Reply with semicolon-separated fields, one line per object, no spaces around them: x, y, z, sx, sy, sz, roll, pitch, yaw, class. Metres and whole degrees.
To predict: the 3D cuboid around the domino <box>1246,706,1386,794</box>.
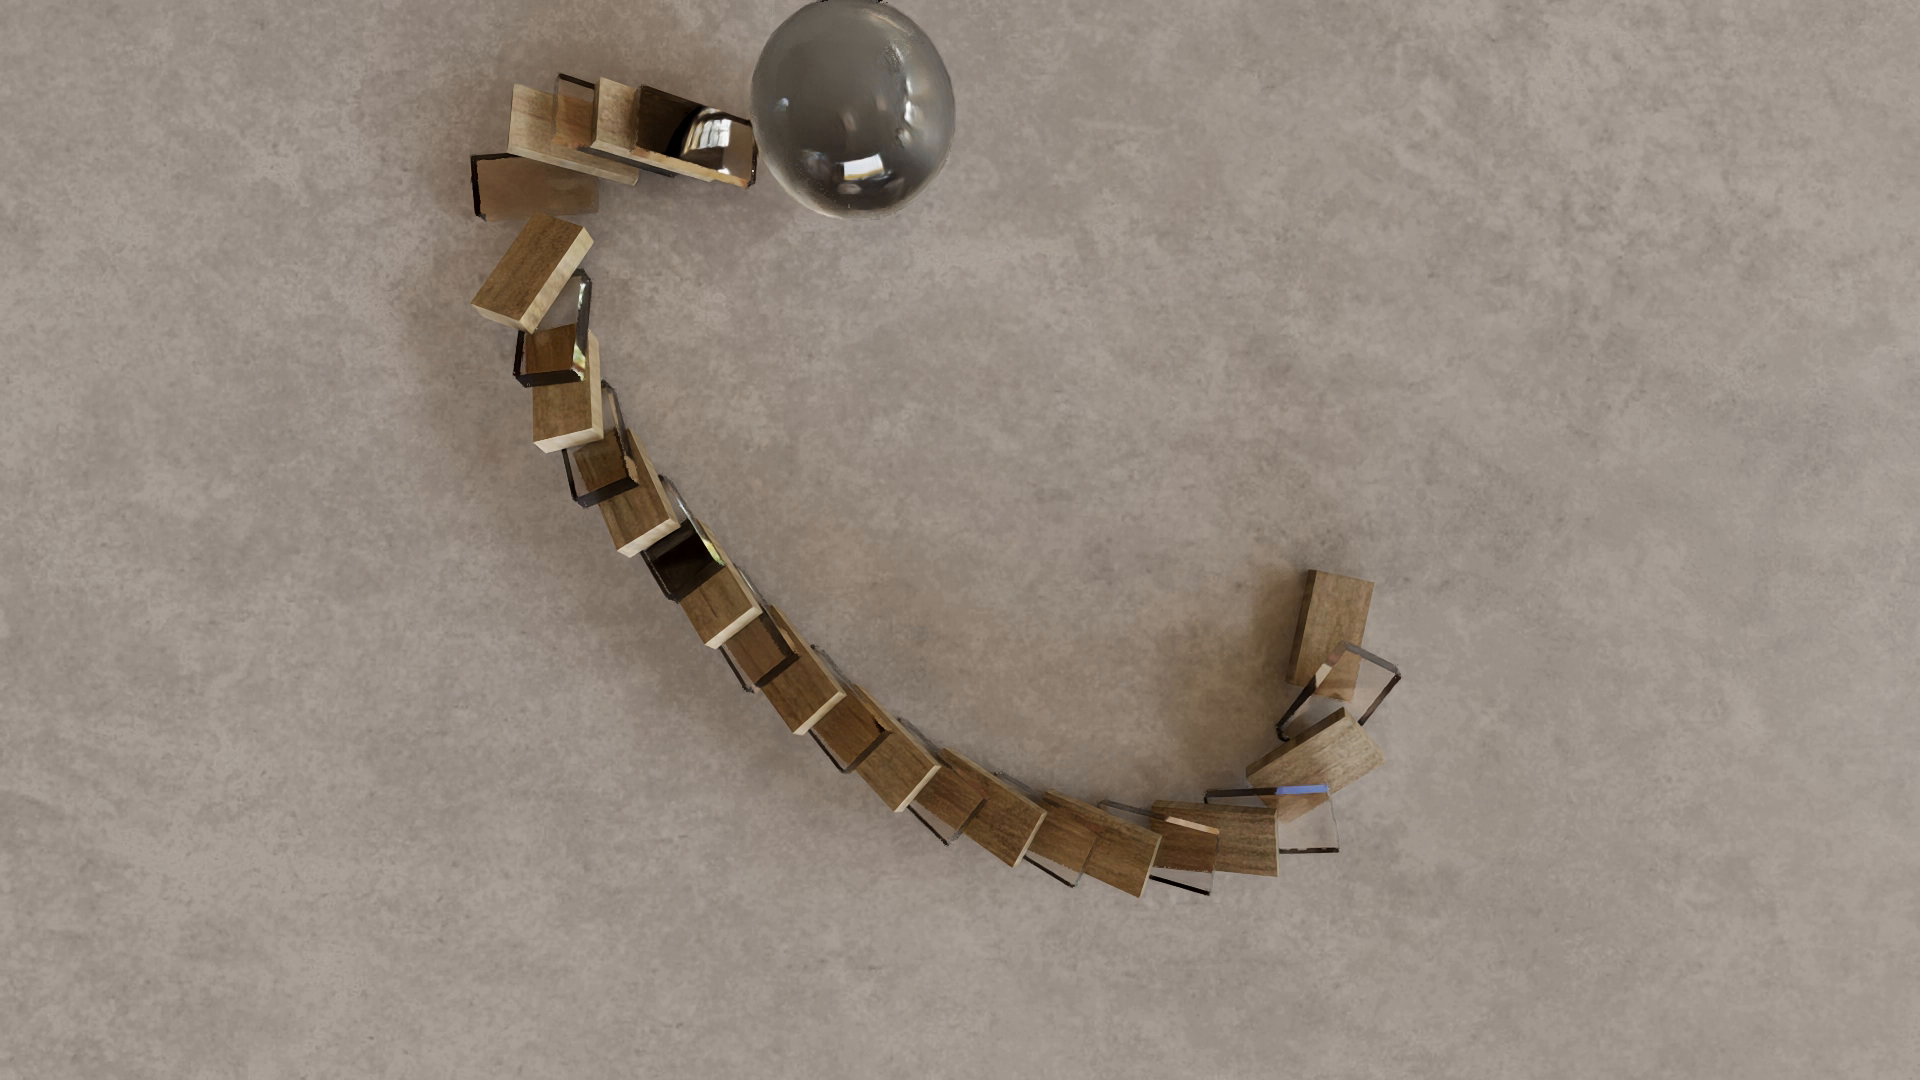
0.149;0.095;0.385;0.050;0.010;0.025;-42;90;24;domino

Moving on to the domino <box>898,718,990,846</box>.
-0.014;0.101;0.386;0.050;0.010;0.025;38;90;24;domino

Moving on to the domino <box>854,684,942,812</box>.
-0.034;0.087;0.386;0.050;0.009;0.025;41;90;24;domino

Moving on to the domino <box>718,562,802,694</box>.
-0.091;0.037;0.386;0.025;0.009;0.050;-39;67;0;domino

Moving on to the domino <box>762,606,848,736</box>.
-0.073;0.054;0.386;0.025;0.009;0.050;-42;67;0;domino

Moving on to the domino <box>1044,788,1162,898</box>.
0.056;0.127;0.385;0.050;0.009;0.025;18;90;24;domino

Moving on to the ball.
-0.042;-0.167;0.360;0.080;0.080;0.080;0;90;0;ball

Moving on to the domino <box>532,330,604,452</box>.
-0.165;-0.063;0.386;0.025;0.009;0.050;-13;67;2;domino

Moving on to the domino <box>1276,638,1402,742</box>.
0.158;0.068;0.385;0.025;0.009;0.050;27;115;0;domino

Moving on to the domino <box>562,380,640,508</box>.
-0.154;-0.041;0.386;0.025;0.009;0.050;-23;67;1;domino

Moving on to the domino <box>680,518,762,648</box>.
-0.107;0.018;0.386;0.025;0.009;0.050;-38;67;0;domino

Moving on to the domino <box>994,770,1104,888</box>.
0.032;0.121;0.386;0.050;0.010;0.025;25;90;24;domino

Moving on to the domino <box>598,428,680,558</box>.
-0.139;-0.020;0.386;0.025;0.010;0.050;-31;66;0;domino

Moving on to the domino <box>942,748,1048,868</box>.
0.009;0.112;0.386;0.050;0.010;0.025;29;90;24;domino

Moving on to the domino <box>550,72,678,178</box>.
-0.142;-0.172;0.382;0.050;0.010;0.025;4;90;-36;domino

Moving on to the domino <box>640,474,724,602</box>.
-0.123;-0.001;0.386;0.025;0.009;0.050;-38;67;0;domino

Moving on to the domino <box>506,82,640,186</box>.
-0.160;-0.169;0.383;0.050;0.009;0.025;5;89;-30;domino

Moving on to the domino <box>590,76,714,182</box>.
-0.126;-0.170;0.382;0.050;0.009;0.025;4;90;-36;domino

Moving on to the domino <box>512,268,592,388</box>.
-0.171;-0.090;0.386;0.025;0.009;0.050;-6;68;3;domino

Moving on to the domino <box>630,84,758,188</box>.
-0.110;-0.167;0.382;0.050;0.010;0.025;4;90;-36;domino

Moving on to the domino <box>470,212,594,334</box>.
-0.179;-0.113;0.385;0.025;0.010;0.050;21;72;13;domino

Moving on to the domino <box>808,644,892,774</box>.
-0.054;0.071;0.386;0.025;0.010;0.050;-45;67;0;domino

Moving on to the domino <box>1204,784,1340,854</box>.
0.131;0.118;0.385;0.050;0.010;0.025;-11;90;25;domino

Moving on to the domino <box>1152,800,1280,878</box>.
0.107;0.125;0.385;0.050;0.009;0.025;-3;90;25;domino

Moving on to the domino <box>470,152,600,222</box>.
-0.183;-0.153;0.395;0.050;0.009;0.025;-5;90;0;domino

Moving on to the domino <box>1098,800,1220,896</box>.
0.082;0.129;0.385;0.050;0.010;0.025;9;90;24;domino

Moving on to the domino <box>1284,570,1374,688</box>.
0.159;0.040;0.395;0.025;0.010;0.050;12;90;0;domino
